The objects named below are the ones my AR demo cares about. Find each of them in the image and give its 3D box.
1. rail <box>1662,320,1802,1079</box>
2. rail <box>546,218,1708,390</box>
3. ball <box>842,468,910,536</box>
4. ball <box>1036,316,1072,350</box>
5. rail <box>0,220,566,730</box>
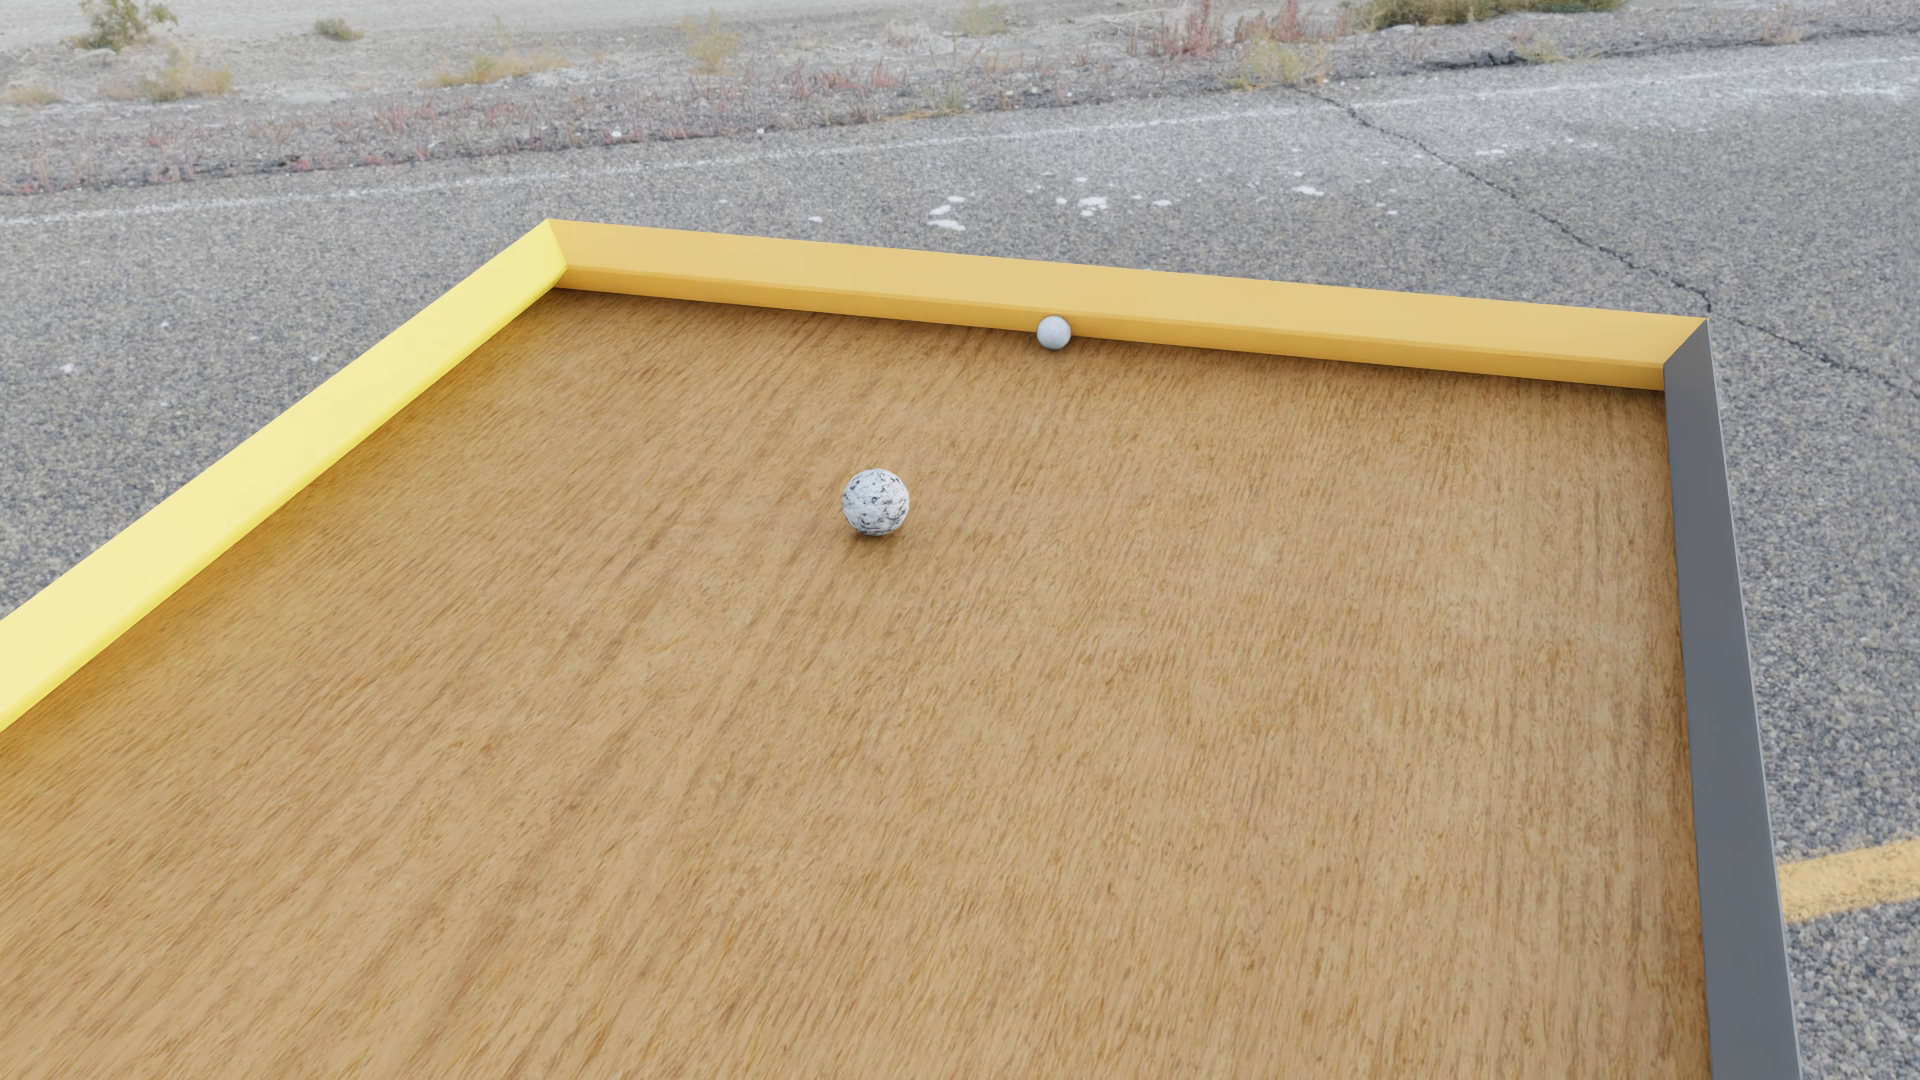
[{"bbox_3d":[0.523,0.344,1.463,0.045,0.094,2.613,7,27,13],"label":"rail"},{"bbox_3d":[0.159,-0.289,2.734,1.467,0.094,0.045,7,27,13],"label":"rail"},{"bbox_3d":[-0.087,-0.039,2.260,0.069,0.069,0.069,0,26,0],"label":"ball"},{"bbox_3d":[0.116,-0.257,2.728,0.043,0.043,0.043,0,26,0],"label":"ball"},{"bbox_3d":[-0.852,0.185,1.783,0.045,0.094,2.613,7,27,13],"label":"rail"}]
